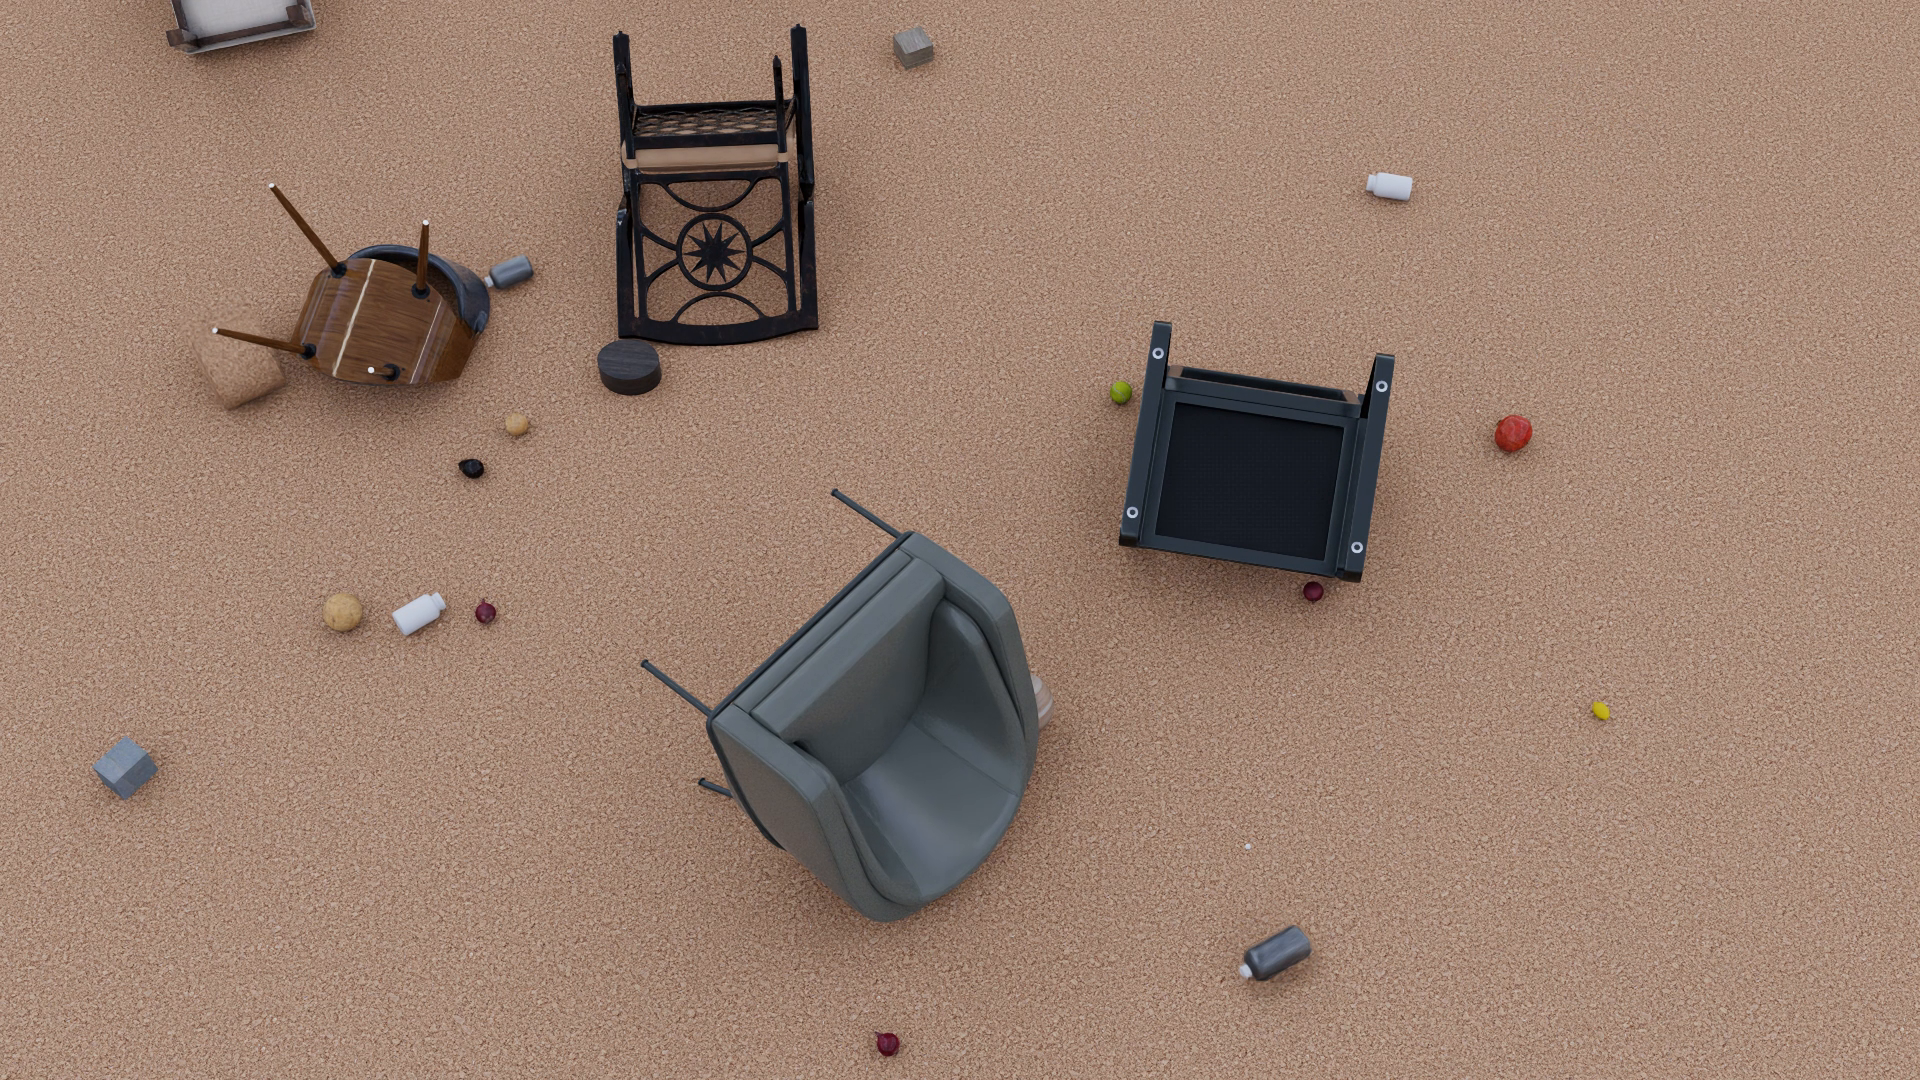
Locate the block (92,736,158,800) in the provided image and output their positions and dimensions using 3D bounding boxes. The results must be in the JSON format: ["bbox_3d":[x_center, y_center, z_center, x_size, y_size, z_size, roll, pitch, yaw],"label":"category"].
[{"bbox_3d":[-2.310,0.632,6.089,0.089,0.102,0.121,32,62,20],"label":"block"}]

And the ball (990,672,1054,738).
[{"bbox_3d":[0.172,0.461,6.155,0.182,0.182,0.182,0,56,0],"label":"ball"}]

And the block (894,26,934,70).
[{"bbox_3d":[-0.163,-1.718,7.681,0.106,0.076,0.104,-22,59,-14],"label":"block"}]

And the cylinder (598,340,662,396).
[{"bbox_3d":[-1.035,-0.541,6.888,0.194,0.081,0.161,8,56,5],"label":"cylinder"}]

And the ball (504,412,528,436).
[{"bbox_3d":[-1.366,-0.357,6.770,0.072,0.072,0.072,0,56,0],"label":"ball"}]

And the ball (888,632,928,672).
[{"bbox_3d":[-0.148,0.320,6.290,0.115,0.115,0.115,0,56,0],"label":"ball"}]

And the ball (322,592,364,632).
[{"bbox_3d":[-1.787,0.208,6.366,0.113,0.113,0.113,0,56,0],"label":"ball"}]

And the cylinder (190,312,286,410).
[{"bbox_3d":[-2.241,-0.556,6.820,0.194,0.199,0.252,-27,87,-17],"label":"cylinder"}]
